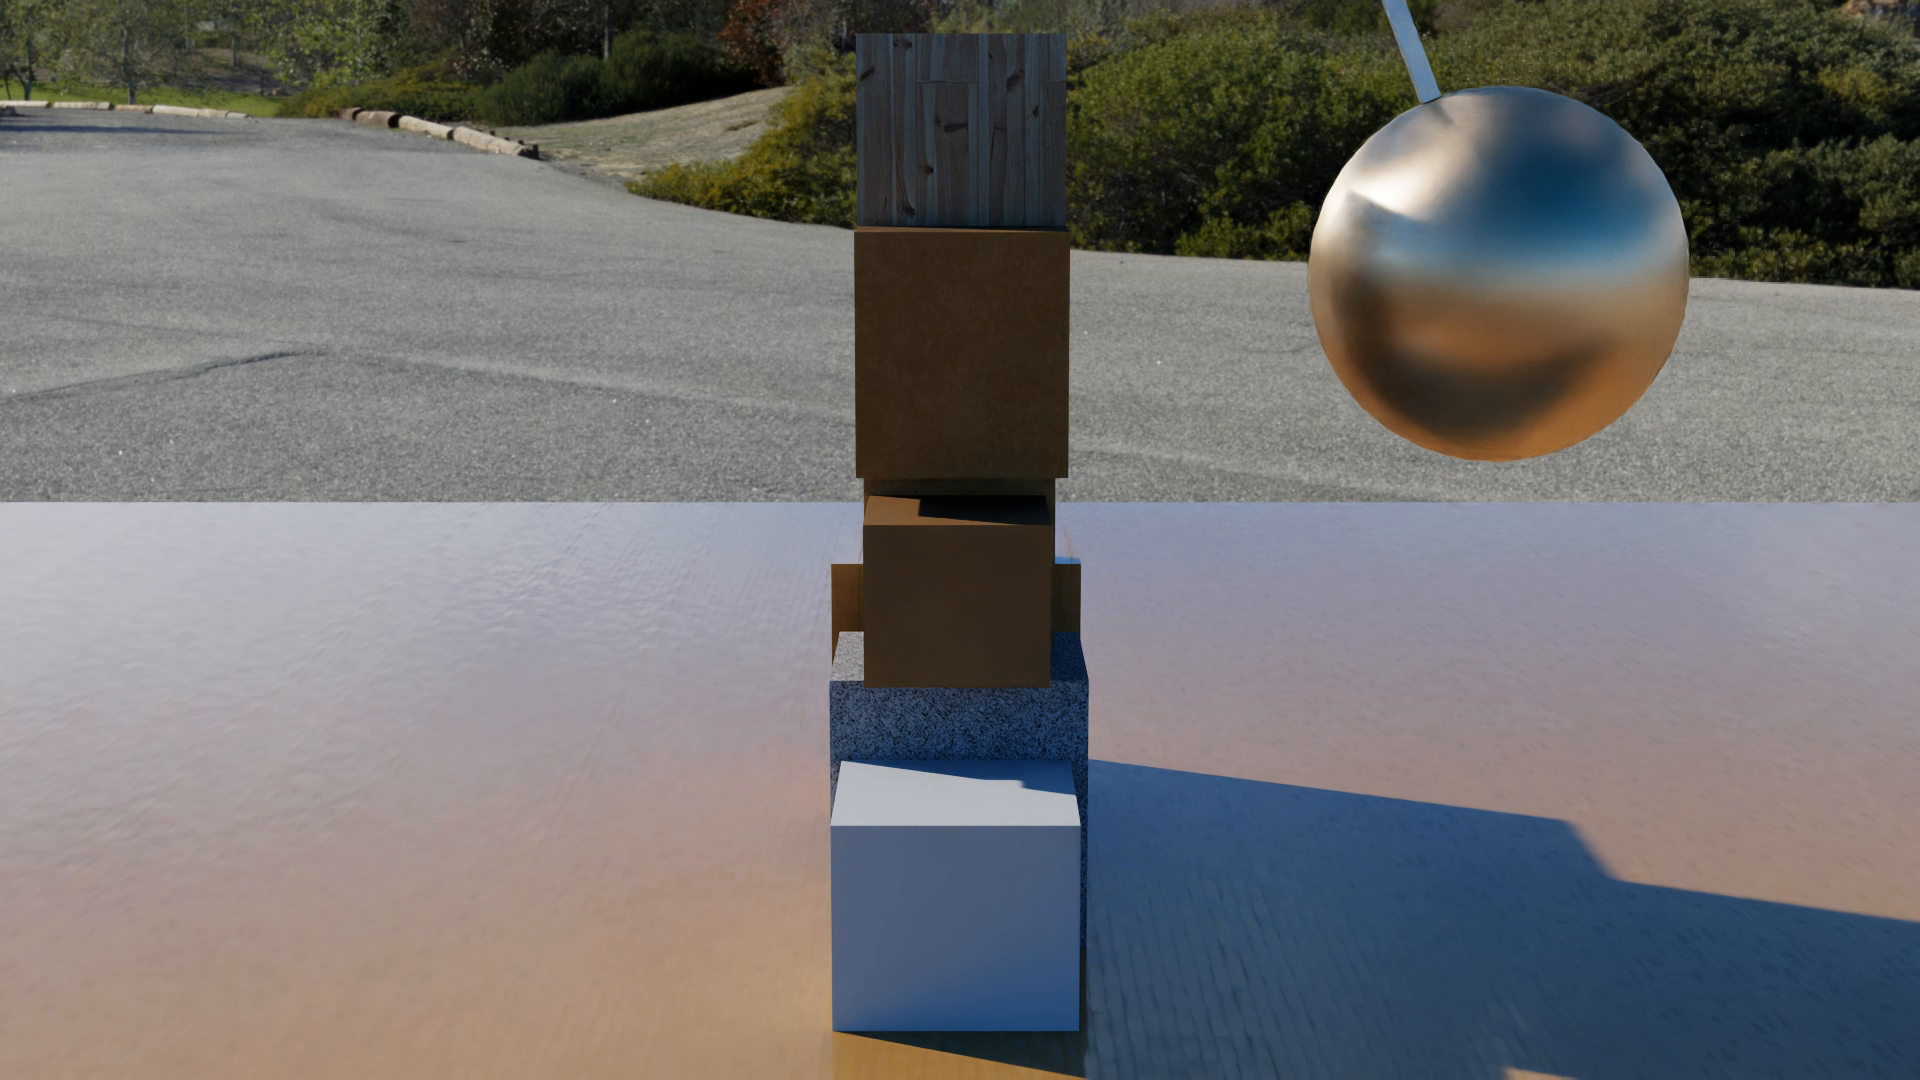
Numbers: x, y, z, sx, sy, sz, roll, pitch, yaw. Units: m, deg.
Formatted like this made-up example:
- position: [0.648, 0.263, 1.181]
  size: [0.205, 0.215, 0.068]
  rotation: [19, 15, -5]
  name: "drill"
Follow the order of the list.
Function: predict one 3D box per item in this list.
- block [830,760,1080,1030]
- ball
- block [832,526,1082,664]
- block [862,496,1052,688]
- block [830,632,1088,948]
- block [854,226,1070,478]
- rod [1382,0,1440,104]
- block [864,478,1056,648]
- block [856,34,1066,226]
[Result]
- position: [-0.016, 1.353, 9.911]
  size: [0.917, 0.792, 0.913]
  rotation: [0, 10, 0]
  name: "block"
- position: [2.295, -1.134, 10.974]
  size: [1.600, 1.600, 1.600]
  rotation: [0, 10, 0]
  name: "ball"
- position: [-0.018, 0.620, 12.735]
  size: [1.180, 1.224, 1.058]
  rotation: [0, 10, 0]
  name: "block"
- position: [-0.011, 0.198, 10.421]
  size: [0.736, 0.651, 0.716]
  rotation: [0, 10, 0]
  name: "block"
- position: [-0.004, 1.028, 10.791]
  size: [1.036, 1.115, 0.915]
  rotation: [0, 10, 0]
  name: "block"
- position: [0.008, -0.812, 10.664]
  size: [0.854, 0.983, 0.898]
  rotation: [0, 10, 0]
  name: "block"
- position: [0.994, -4.225, 10.412]
  size: [0.080, 5.200, 0.080]
  rotation: [-22, 10, 4]
  name: "rod"
- position: [-0.002, -0.006, 11.172]
  size: [0.801, 0.785, 0.815]
  rotation: [0, 10, 0]
  name: "block"
- position: [0.005, -1.743, 10.863]
  size: [0.856, 0.777, 0.762]
  rotation: [0, 10, 0]
  name: "block"
